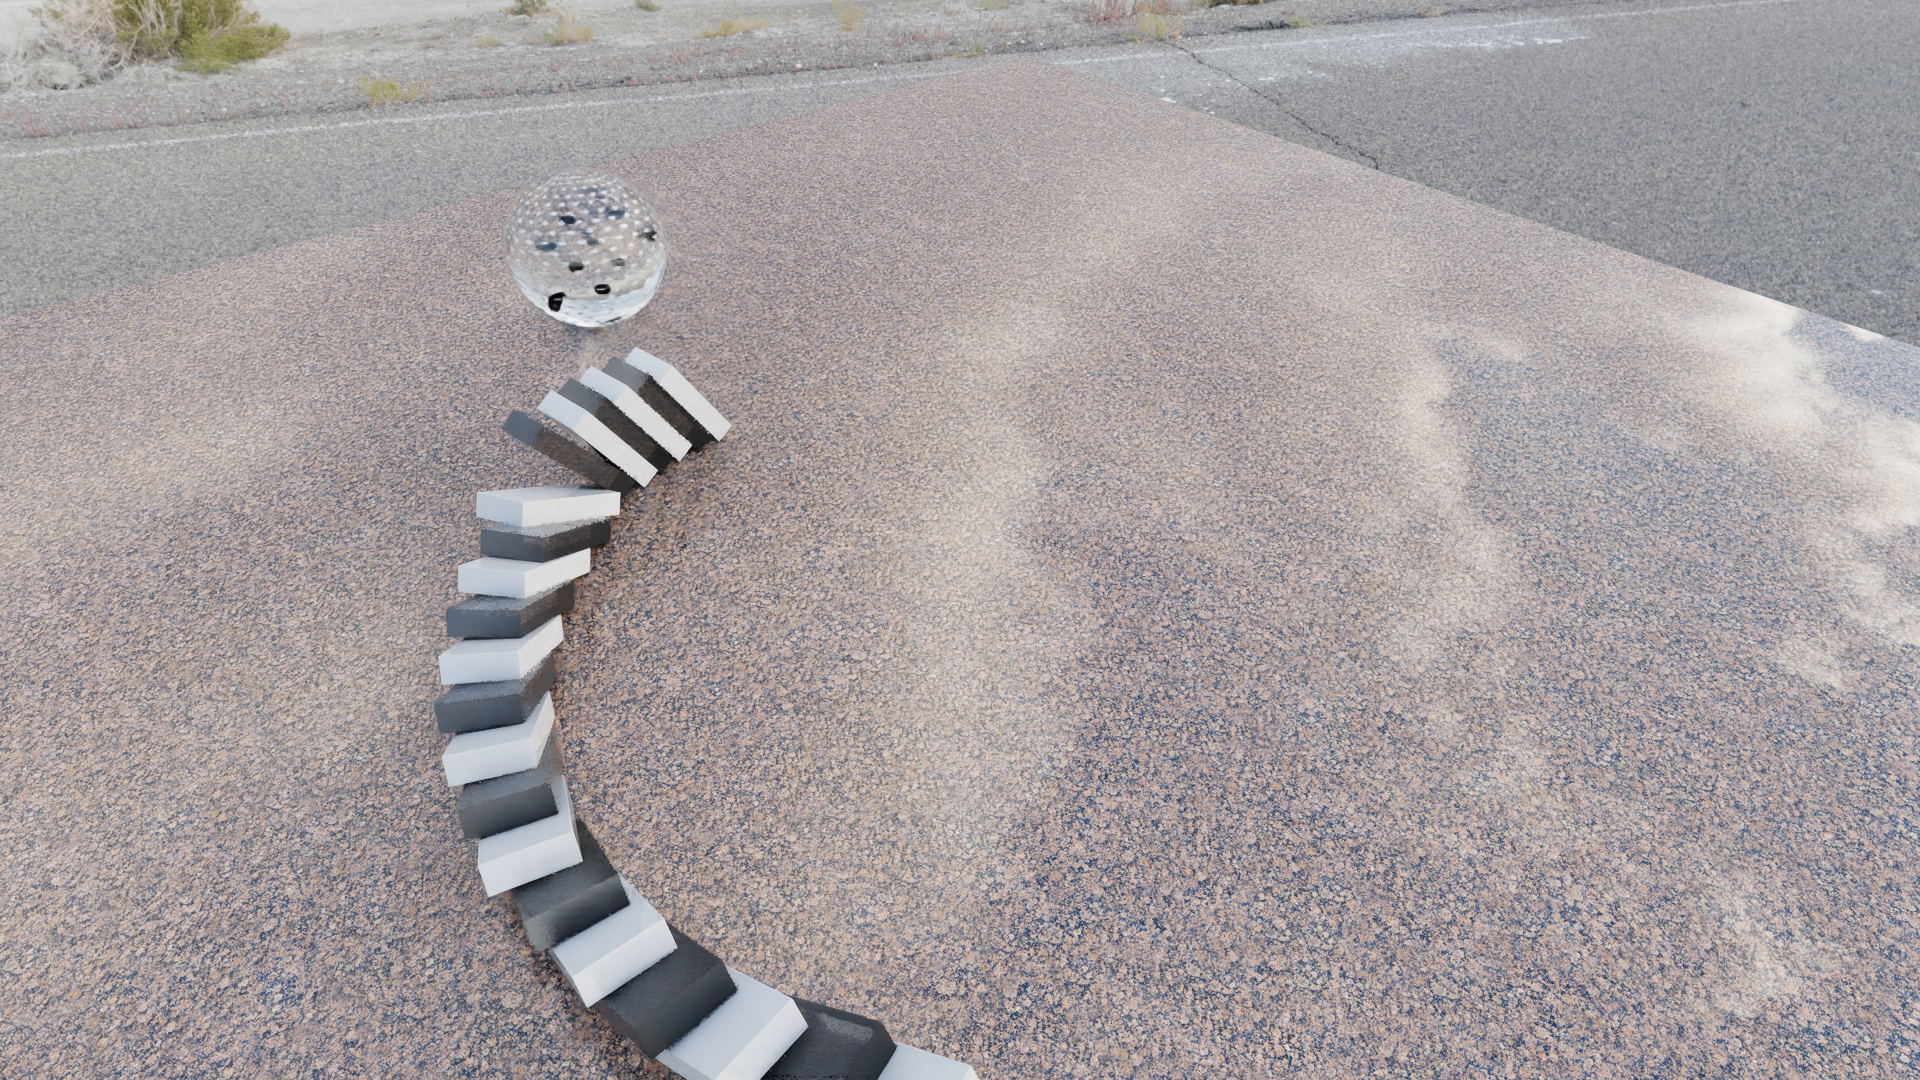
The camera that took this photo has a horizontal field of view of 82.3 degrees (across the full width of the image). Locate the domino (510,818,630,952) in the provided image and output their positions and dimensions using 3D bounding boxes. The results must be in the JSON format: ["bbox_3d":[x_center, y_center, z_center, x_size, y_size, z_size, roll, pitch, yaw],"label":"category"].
[{"bbox_3d":[-0.112,0.095,0.309,0.025,0.010,0.050,-24,16,-26],"label":"domino"}]

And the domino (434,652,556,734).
[{"bbox_3d":[-0.152,0.050,0.364,0.025,0.010,0.050,-6,10,-8],"label":"domino"}]

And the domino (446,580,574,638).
[{"bbox_3d":[-0.160,0.024,0.396,0.025,0.009,0.050,1,10,1],"label":"domino"}]

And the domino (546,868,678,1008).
[{"bbox_3d":[-0.098,0.105,0.297,0.025,0.010,0.050,-28,18,-30],"label":"domino"}]

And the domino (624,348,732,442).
[{"bbox_3d":[-0.126,-0.065,0.492,0.025,0.050,0.010,28,78,30],"label":"domino"}]

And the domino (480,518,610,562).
[{"bbox_3d":[-0.160,-0.002,0.427,0.025,0.010,0.050,7,10,9],"label":"domino"}]

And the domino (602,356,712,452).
[{"bbox_3d":[-0.134,-0.060,0.486,0.025,0.050,0.010,28,78,30],"label":"domino"}]

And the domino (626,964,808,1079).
[{"bbox_3d":[-0.064,0.121,0.278,0.050,0.009,0.025,-1,29,46],"label":"domino"}]

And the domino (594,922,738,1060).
[{"bbox_3d":[-0.082,0.114,0.287,0.025,0.009,0.050,-33,21,-33],"label":"domino"}]

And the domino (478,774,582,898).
[{"bbox_3d":[-0.126,0.085,0.321,0.025,0.009,0.050,-17,13,-20],"label":"domino"}]

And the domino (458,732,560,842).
[{"bbox_3d":[-0.136,0.074,0.335,0.025,0.010,0.050,-15,12,-17],"label":"domino"}]

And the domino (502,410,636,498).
[{"bbox_3d":[-0.161,-0.035,0.456,0.025,0.050,0.009,25,82,39],"label":"domino"}]

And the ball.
[{"bbox_3d":[-0.194,-0.151,0.573,0.080,0.080,0.080,0,39,0],"label":"ball"}]

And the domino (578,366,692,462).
[{"bbox_3d":[-0.141,-0.054,0.480,0.025,0.050,0.010,28,78,30],"label":"domino"}]

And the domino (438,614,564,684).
[{"bbox_3d":[-0.157,0.037,0.380,0.025,0.009,0.050,-3,10,-4],"label":"domino"}]

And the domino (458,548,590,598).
[{"bbox_3d":[-0.162,0.011,0.412,0.025,0.009,0.050,5,10,7],"label":"domino"}]

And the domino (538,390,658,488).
[{"bbox_3d":[-0.152,-0.042,0.465,0.025,0.050,0.009,28,78,30],"label":"domino"}]

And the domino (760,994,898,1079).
[{"bbox_3d":[-0.043,0.127,0.271,0.050,0.010,0.025,-5,31,39],"label":"domino"}]

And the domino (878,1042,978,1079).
[{"bbox_3d":[-0.021,0.133,0.262,0.050,0.009,0.025,-4,31,39],"label":"domino"}]

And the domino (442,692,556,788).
[{"bbox_3d":[-0.145,0.062,0.349,0.025,0.009,0.050,-11,11,-13],"label":"domino"}]

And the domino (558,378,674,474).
[{"bbox_3d":[-0.147,-0.049,0.473,0.025,0.050,0.009,28,78,30],"label":"domino"}]

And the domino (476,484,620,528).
[{"bbox_3d":[-0.164,-0.014,0.441,0.025,0.009,0.050,11,12,26],"label":"domino"}]
